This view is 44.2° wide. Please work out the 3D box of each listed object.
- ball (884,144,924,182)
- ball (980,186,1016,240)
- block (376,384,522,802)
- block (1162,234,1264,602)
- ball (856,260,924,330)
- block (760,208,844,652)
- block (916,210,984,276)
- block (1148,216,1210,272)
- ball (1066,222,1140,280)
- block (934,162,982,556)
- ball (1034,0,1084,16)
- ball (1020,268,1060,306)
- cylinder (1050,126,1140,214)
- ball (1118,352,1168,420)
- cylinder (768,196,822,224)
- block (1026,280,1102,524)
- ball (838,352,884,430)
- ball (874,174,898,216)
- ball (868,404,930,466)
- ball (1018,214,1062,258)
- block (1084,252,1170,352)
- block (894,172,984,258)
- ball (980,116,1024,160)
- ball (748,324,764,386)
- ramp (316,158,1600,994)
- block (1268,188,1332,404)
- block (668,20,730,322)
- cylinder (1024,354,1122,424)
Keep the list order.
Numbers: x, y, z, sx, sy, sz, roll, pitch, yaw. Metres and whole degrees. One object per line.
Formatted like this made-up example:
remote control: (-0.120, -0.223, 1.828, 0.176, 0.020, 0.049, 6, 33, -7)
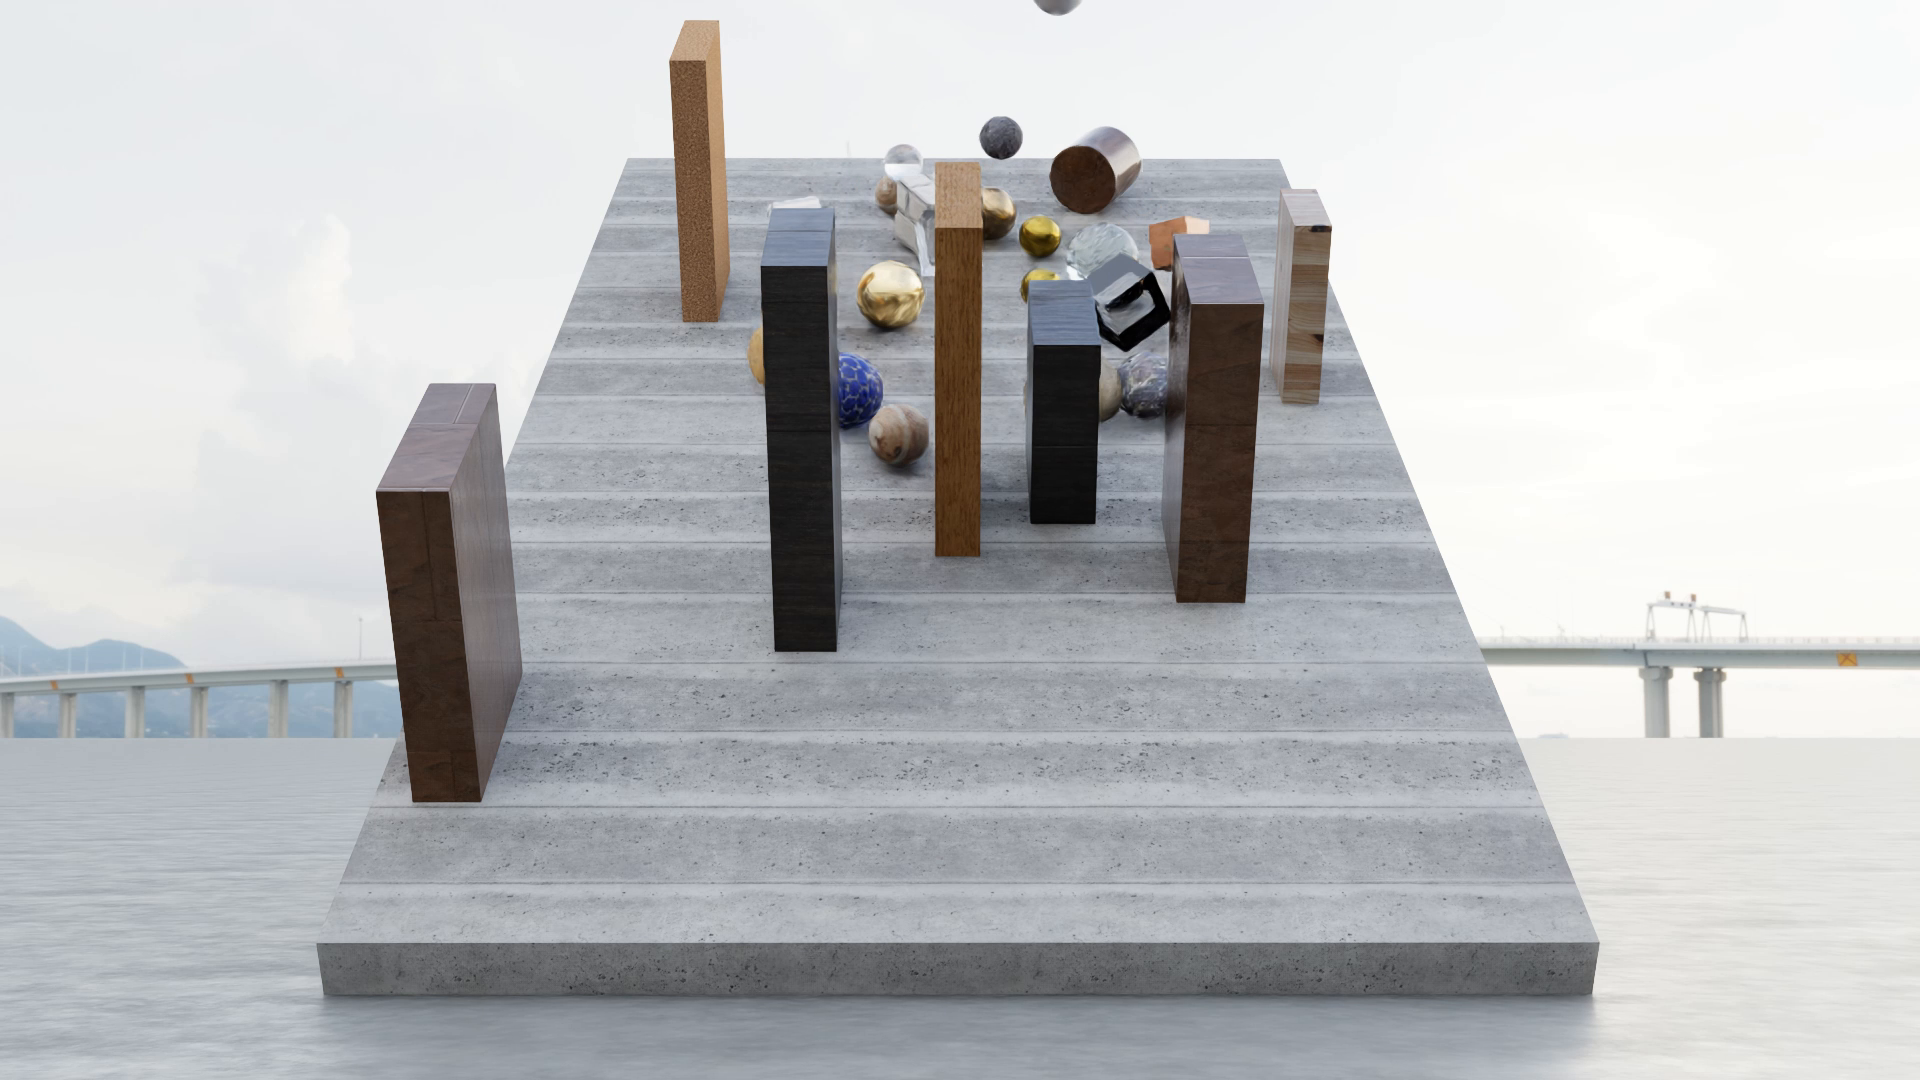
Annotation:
ball: (-0.158, -1.058, 6.649, 0.113, 0.113, 0.113, 0, -5, 0)
ball: (0.083, -0.905, 6.561, 0.150, 0.150, 0.150, 0, -5, 0)
block: (-0.876, 0.086, 4.104, 0.117, 0.588, 0.443, 0, 27, 0)
block: (0.497, -0.244, 4.718, 0.136, 0.632, 0.383, 0, 27, 0)
ball: (-0.176, -0.617, 5.967, 0.173, 0.173, 0.173, 0, -5, 0)
block: (-0.294, -0.205, 4.473, 0.118, 0.778, 0.312, 0, 27, 0)
block: (-0.030, -0.793, 6.289, 0.140, 0.140, 0.140, -6, -8, -12)
block: (0.567, -0.757, 6.073, 0.113, 0.113, 0.113, -9, -6, 37)
ball: (0.372, -0.729, 6.170, 0.193, 0.193, 0.193, 0, -5, 0)
block: (-0.005, -0.375, 4.889, 0.092, 0.710, 0.408, 0, 27, 0)
ball: (0.294, -1.651, 7.053, 0.174, 0.174, 0.174, 0, -5, 0)
ball: (0.210, -0.646, 6.095, 0.111, 0.111, 0.111, 0, -5, 0)
cylinder: (0.391, -1.069, 6.834, 0.203, 0.203, 0.203, -2, 23, 28)
ball: (0.428, -0.355, 5.454, 0.154, 0.154, 0.154, 0, -5, 0)
cylinder: (-0.450, -0.872, 6.507, 0.127, 0.127, 0.127, -12, -1, -15)
block: (0.217, -0.300, 5.079, 0.137, 0.407, 0.375, 0, 27, 0)
ball: (-0.262, -0.341, 5.414, 0.175, 0.175, 0.175, 0, -5, 0)
ball: (-0.182, -0.986, 6.754, 0.123, 0.123, 0.123, 0, -5, 0)
ball: (-0.135, -0.234, 5.244, 0.138, 0.138, 0.138, 0, -5, 0)
ball: (0.218, -0.827, 6.448, 0.116, 0.116, 0.116, 0, -5, 0)
block: (0.406, -0.591, 5.884, 0.151, 0.151, 0.151, -36, 37, -10)
block: (-0.058, -0.889, 6.483, 0.172, 0.172, 0.172, -13, 37, -25)
ball: (0.115, -1.125, 6.619, 0.122, 0.122, 0.122, 0, -5, 0)
ball: (-0.408, -0.438, 5.592, 0.189, 0.189, 0.189, 0, -5, 0)
ramp: (-0.010, -0.227, 5.496, 2.000, 0.100, 4.000, 0, 27, 0)
block: (0.802, -0.577, 5.593, 0.086, 0.441, 0.264, 0, 27, 0)
block: (-0.662, -0.945, 6.053, 0.089, 0.678, 0.385, 0, 27, 0)
cylinder: (0.258, -0.331, 5.402, 0.162, 0.162, 0.162, -22, 11, -42)
